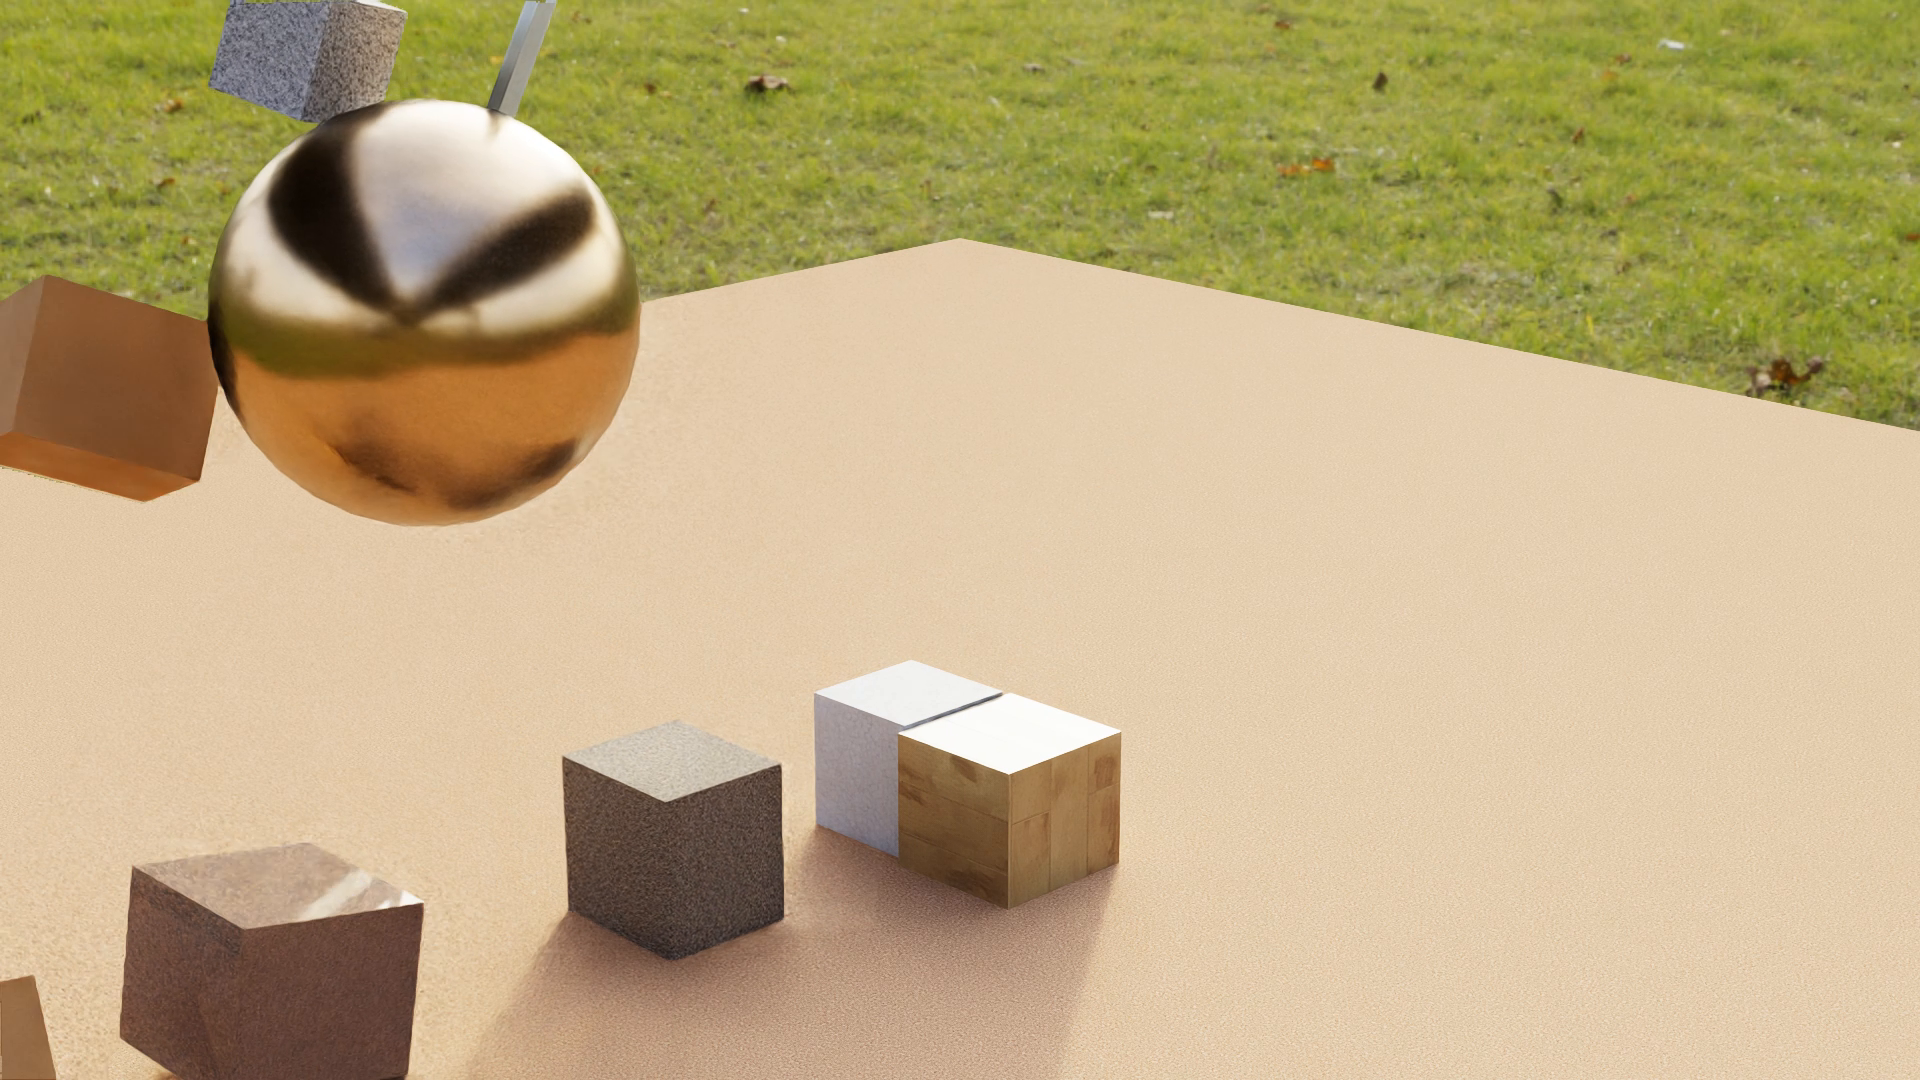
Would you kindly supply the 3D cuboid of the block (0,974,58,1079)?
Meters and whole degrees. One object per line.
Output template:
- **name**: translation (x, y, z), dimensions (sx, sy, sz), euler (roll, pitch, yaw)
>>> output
- **block**: translation (-3.629, 1.980, 10.741), dimensions (0.535, 0.551, 0.539), euler (-10, -17, -25)

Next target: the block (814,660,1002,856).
- **block**: translation (-0.244, 1.035, 13.936), dimensions (0.641, 0.669, 0.621), euler (-17, 24, -42)

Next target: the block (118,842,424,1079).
- **block**: translation (-2.714, 1.694, 11.549), dimensions (0.806, 0.713, 0.826), euler (-3, 15, -45)

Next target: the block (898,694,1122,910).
- **block**: translation (0.227, 1.188, 13.479), dimensions (0.740, 0.652, 0.704), euler (-17, 24, -42)

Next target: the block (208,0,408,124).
- **block**: translation (-2.468, -1.859, 11.115), dimensions (0.440, 0.475, 0.483), euler (22, 11, 21)

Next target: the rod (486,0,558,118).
- **rod**: translation (-0.865, -4.047, 11.163), dimensions (0.080, 5.200, 0.080), euler (17, -4, 42)

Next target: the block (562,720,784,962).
- **block**: translation (-1.264, 1.312, 12.933), dimensions (0.640, 0.741, 0.735), euler (-16, 23, -41)

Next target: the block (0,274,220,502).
- **block**: translation (-3.387, -0.582, 11.509), dimensions (0.745, 0.627, 0.608), euler (17, -17, -32)

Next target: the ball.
- **ball**: translation (-1.997, -0.846, 10.983), dimensions (1.600, 1.600, 1.600), euler (0, 17, 0)
